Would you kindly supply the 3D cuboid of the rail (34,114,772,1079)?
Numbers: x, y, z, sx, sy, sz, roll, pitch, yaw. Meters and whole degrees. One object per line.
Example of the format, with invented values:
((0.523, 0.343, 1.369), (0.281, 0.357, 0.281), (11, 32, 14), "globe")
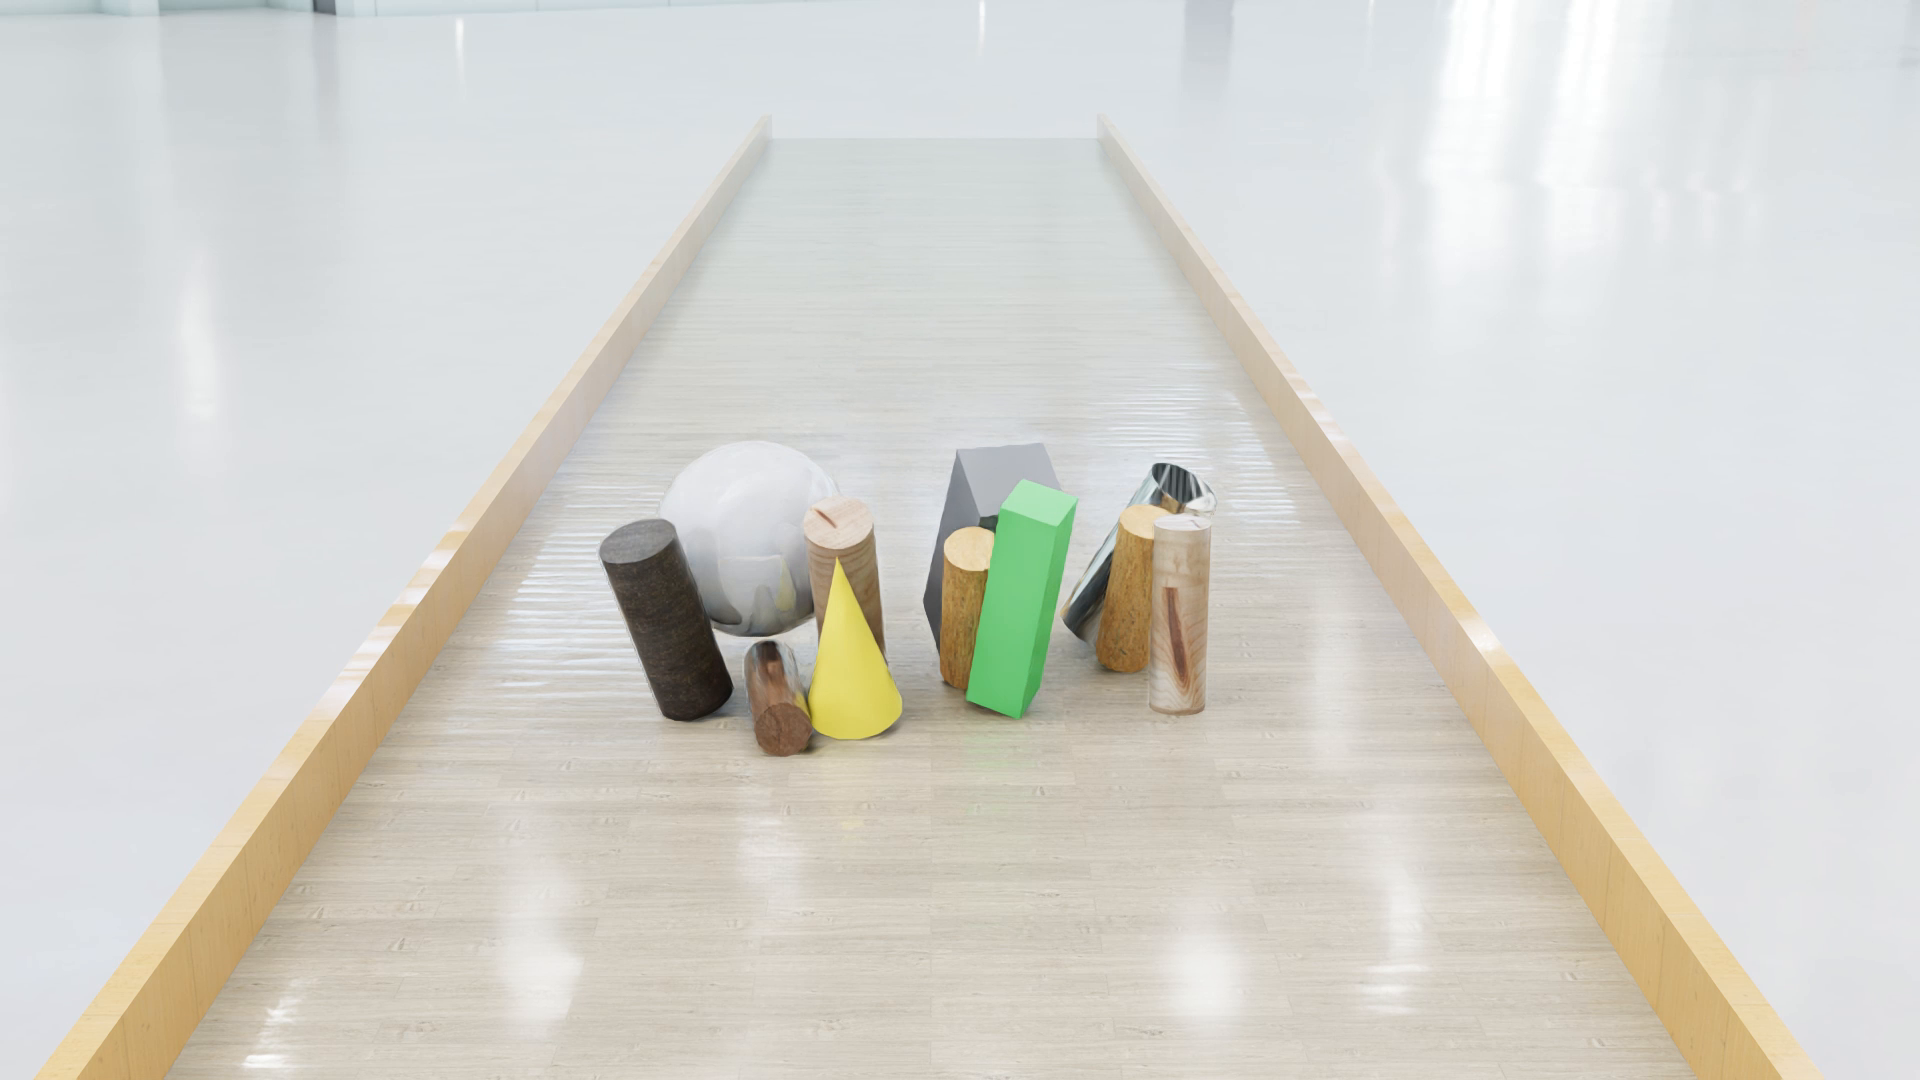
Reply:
((-1.118, -0.838, 7.780), (0.050, 0.150, 12.000), (0, 17, -1), "rail")

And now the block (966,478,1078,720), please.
((0.111, 0.112, 4.032), (0.109, 0.440, 0.109), (19, 36, 14), "block")

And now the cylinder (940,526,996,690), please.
((0.020, 0.132, 4.161), (0.108, 0.350, 0.108), (1, 48, -1), "cylinder")

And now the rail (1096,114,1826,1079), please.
((0.932, -0.844, 7.801), (0.050, 0.150, 12.000), (0, 17, -1), "rail")

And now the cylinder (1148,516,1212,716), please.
((0.412, 0.141, 4.118), (0.106, 0.361, 0.106), (0, 17, 0), "cylinder")

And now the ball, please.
((-0.393, -0.002, 4.204), (0.377, 0.377, 0.377), (0, 17, 0), "ball")

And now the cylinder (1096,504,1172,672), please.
((0.343, 0.096, 4.293), (0.111, 0.329, 0.111), (5, 36, -4), "cylinder")

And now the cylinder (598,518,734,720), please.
((-0.538, 0.148, 4.048), (0.144, 0.360, 0.144), (-11, 32, 7), "cylinder")

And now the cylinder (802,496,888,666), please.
((-0.209, 0.104, 4.062), (0.125, 0.425, 0.125), (-1, 50, 1), "cylinder")

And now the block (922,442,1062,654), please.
((0.063, 0.034, 4.288), (0.173, 0.446, 0.173), (-5, 50, -17), "block")

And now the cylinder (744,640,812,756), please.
((-0.342, 0.288, 4.081), (0.101, 0.101, 0.354), (-3, 17, -8), "cylinder")

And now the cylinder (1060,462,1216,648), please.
((0.355, 0.035, 4.412), (0.147, 0.376, 0.147), (23, 30, -14), "cylinder")

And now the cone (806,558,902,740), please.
((-0.206, 0.170, 3.977), (0.180, 0.347, 0.180), (-3, 36, 2), "cone")
